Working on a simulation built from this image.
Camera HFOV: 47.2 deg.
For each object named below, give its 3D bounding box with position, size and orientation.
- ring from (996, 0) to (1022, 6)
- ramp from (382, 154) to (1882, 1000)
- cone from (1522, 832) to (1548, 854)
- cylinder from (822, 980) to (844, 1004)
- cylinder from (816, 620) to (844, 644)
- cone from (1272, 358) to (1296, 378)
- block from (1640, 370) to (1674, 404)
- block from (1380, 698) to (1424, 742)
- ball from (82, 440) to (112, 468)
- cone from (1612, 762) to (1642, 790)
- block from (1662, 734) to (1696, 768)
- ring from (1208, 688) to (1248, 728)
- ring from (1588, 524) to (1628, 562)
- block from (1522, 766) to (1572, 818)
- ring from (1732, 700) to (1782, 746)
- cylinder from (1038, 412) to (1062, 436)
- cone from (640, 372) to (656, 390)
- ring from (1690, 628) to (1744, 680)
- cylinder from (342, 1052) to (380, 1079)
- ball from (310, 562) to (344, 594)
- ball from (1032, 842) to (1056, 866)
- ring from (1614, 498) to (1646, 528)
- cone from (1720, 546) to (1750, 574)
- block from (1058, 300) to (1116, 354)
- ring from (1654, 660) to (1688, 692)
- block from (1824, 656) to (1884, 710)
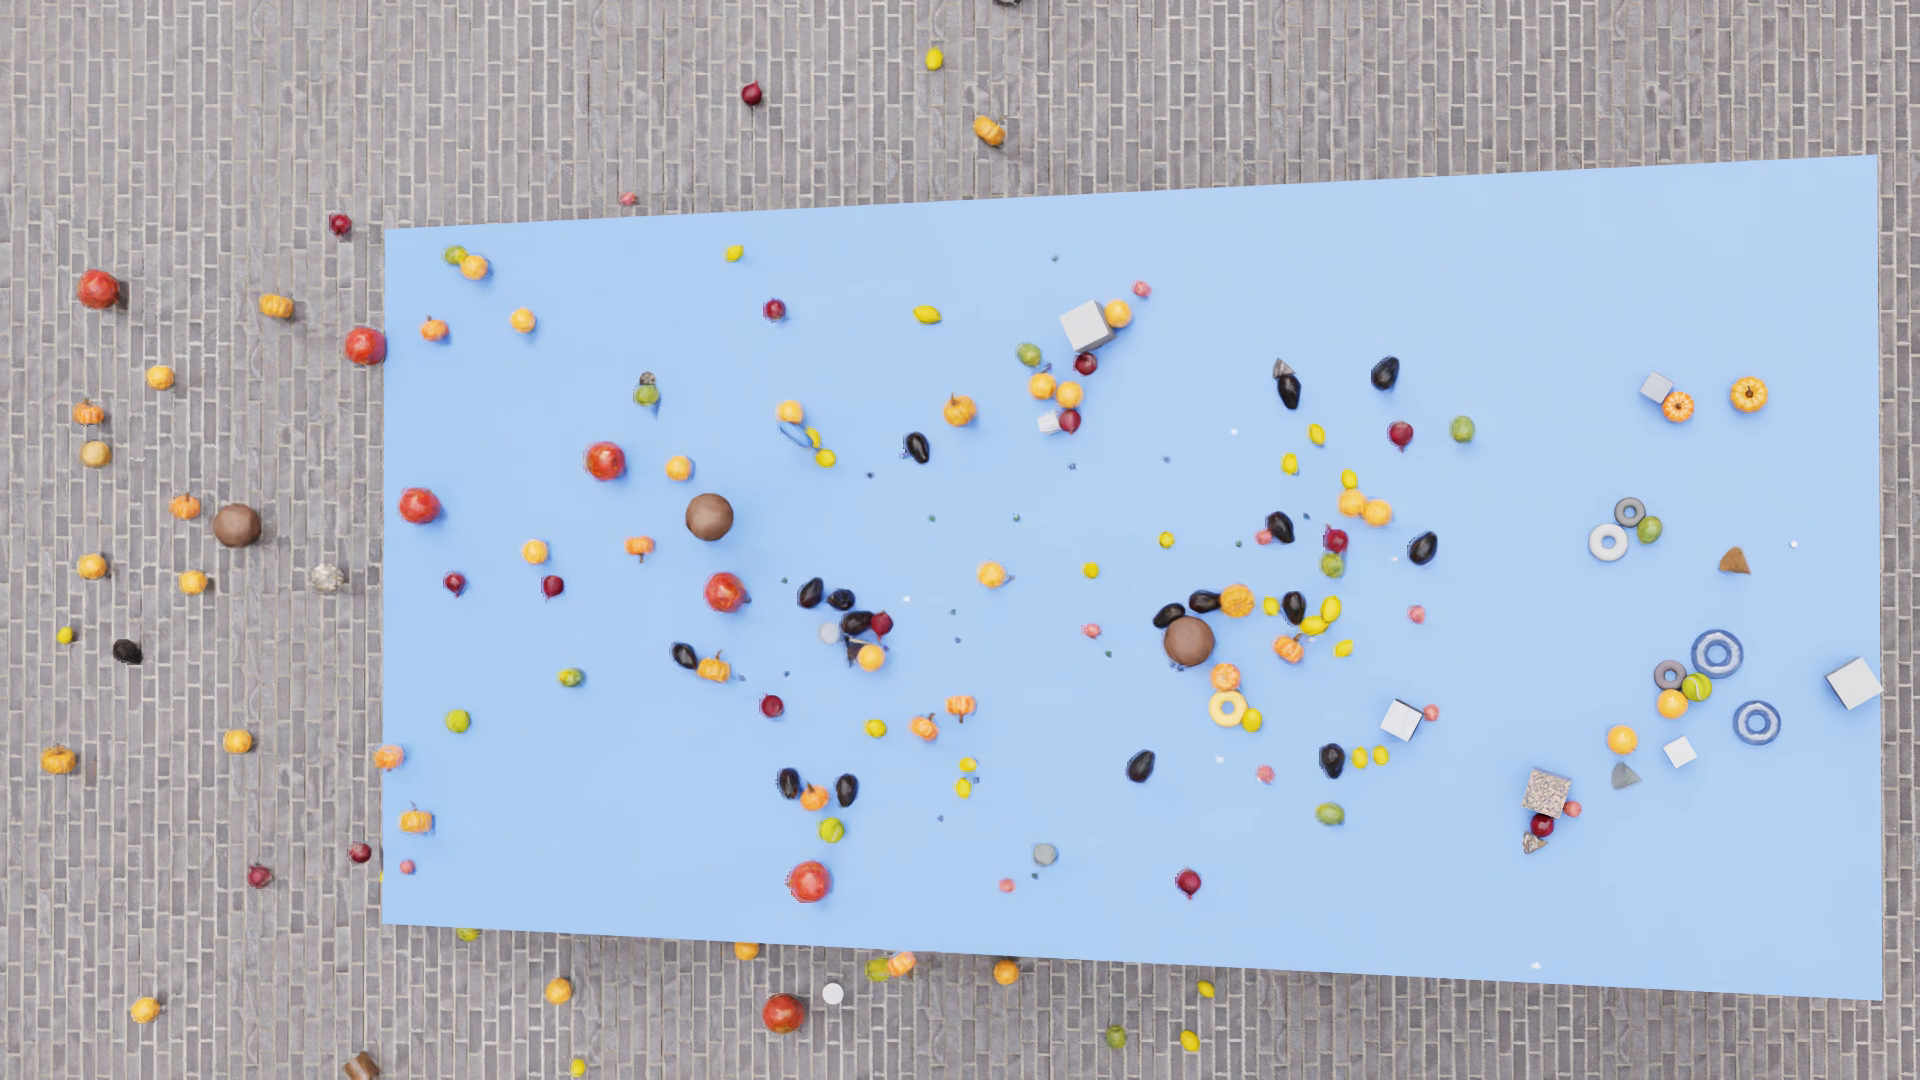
[{"bbox_3d":[0.142,-1.613,6.439,0.105,0.035,0.105,0,89,1],"label":"ring"},{"bbox_3d":[0.271,0.095,5.815,4.000,0.100,2.000,0,89,17],"label":"ramp"},{"bbox_3d":[1.420,0.744,5.399,0.058,0.058,0.058,3,89,-10],"label":"cone"},{"bbox_3d":[-0.367,1.311,6.383,0.060,0.060,0.060,0,89,0],"label":"cylinder"},{"bbox_3d":[-0.348,0.248,5.913,0.060,0.060,0.060,0,89,17],"label":"cylinder"},{"bbox_3d":[0.831,-0.430,5.592,0.055,0.055,0.055,15,89,-15],"label":"cone"},{"bbox_3d":[1.686,-0.368,5.320,0.058,0.058,0.058,34,98,14],"label":"block"},{"bbox_3d":[1.101,0.448,5.472,0.077,0.077,0.077,28,97,15],"label":"block"},{"bbox_3d":[-2.512,-0.249,6.396,0.081,0.081,0.081,0,89,0],"label":"ball"},{"bbox_3d":[1.629,0.577,5.338,0.067,0.067,0.067,11,89,-10],"label":"cone"},{"bbox_3d":[1.733,0.509,5.294,0.057,0.057,0.057,-32,81,14],"label":"block"},{"bbox_3d":[0.685,0.429,5.618,0.101,0.034,0.101,0,90,15],"label":"ring"},{"bbox_3d":[1.581,0.006,5.360,0.094,0.031,0.094,0,90,16],"label":"ring"},{"bbox_3d":[1.430,0.615,5.363,0.094,0.094,0.094,18,94,16],"label":"block"},{"bbox_3d":[1.904,0.437,5.255,0.111,0.037,0.111,0,90,18],"label":"ring"},{"bbox_3d":[0.236,-0.303,5.753,0.051,0.051,0.051,-21,89,15],"label":"cylinder"},{"bbox_3d":[-0.874,-0.443,6.083,0.051,0.051,0.051,0,89,17],"label":"cone"},{"bbox_3d":[1.818,0.274,5.281,0.123,0.041,0.123,0,91,17],"label":"ring"},{"bbox_3d":[-1.735,1.533,6.371,0.076,0.076,0.076,-37,90,0],"label":"cylinder"},{"bbox_3d":[-1.829,0.111,6.354,0.092,0.092,0.092,0,89,0],"label":"ball"},{"bbox_3d":[0.220,0.820,5.735,0.062,0.062,0.062,0,89,0],"label":"ball"},{"bbox_3d":[1.630,-0.067,5.350,0.075,0.025,0.075,-1,88,17],"label":"ring"},{"bbox_3d":[1.872,0.065,5.273,0.069,0.069,0.069,34,89,-13],"label":"cone"},{"bbox_3d":[0.332,-0.551,5.702,0.100,0.100,0.100,-26,82,15],"label":"block"},{"bbox_3d":[1.718,0.329,5.317,0.078,0.026,0.078,0,91,17],"label":"ring"},{"bbox_3d":[2.101,0.336,5.170,0.090,0.090,0.090,-33,80,13],"label":"block"}]
